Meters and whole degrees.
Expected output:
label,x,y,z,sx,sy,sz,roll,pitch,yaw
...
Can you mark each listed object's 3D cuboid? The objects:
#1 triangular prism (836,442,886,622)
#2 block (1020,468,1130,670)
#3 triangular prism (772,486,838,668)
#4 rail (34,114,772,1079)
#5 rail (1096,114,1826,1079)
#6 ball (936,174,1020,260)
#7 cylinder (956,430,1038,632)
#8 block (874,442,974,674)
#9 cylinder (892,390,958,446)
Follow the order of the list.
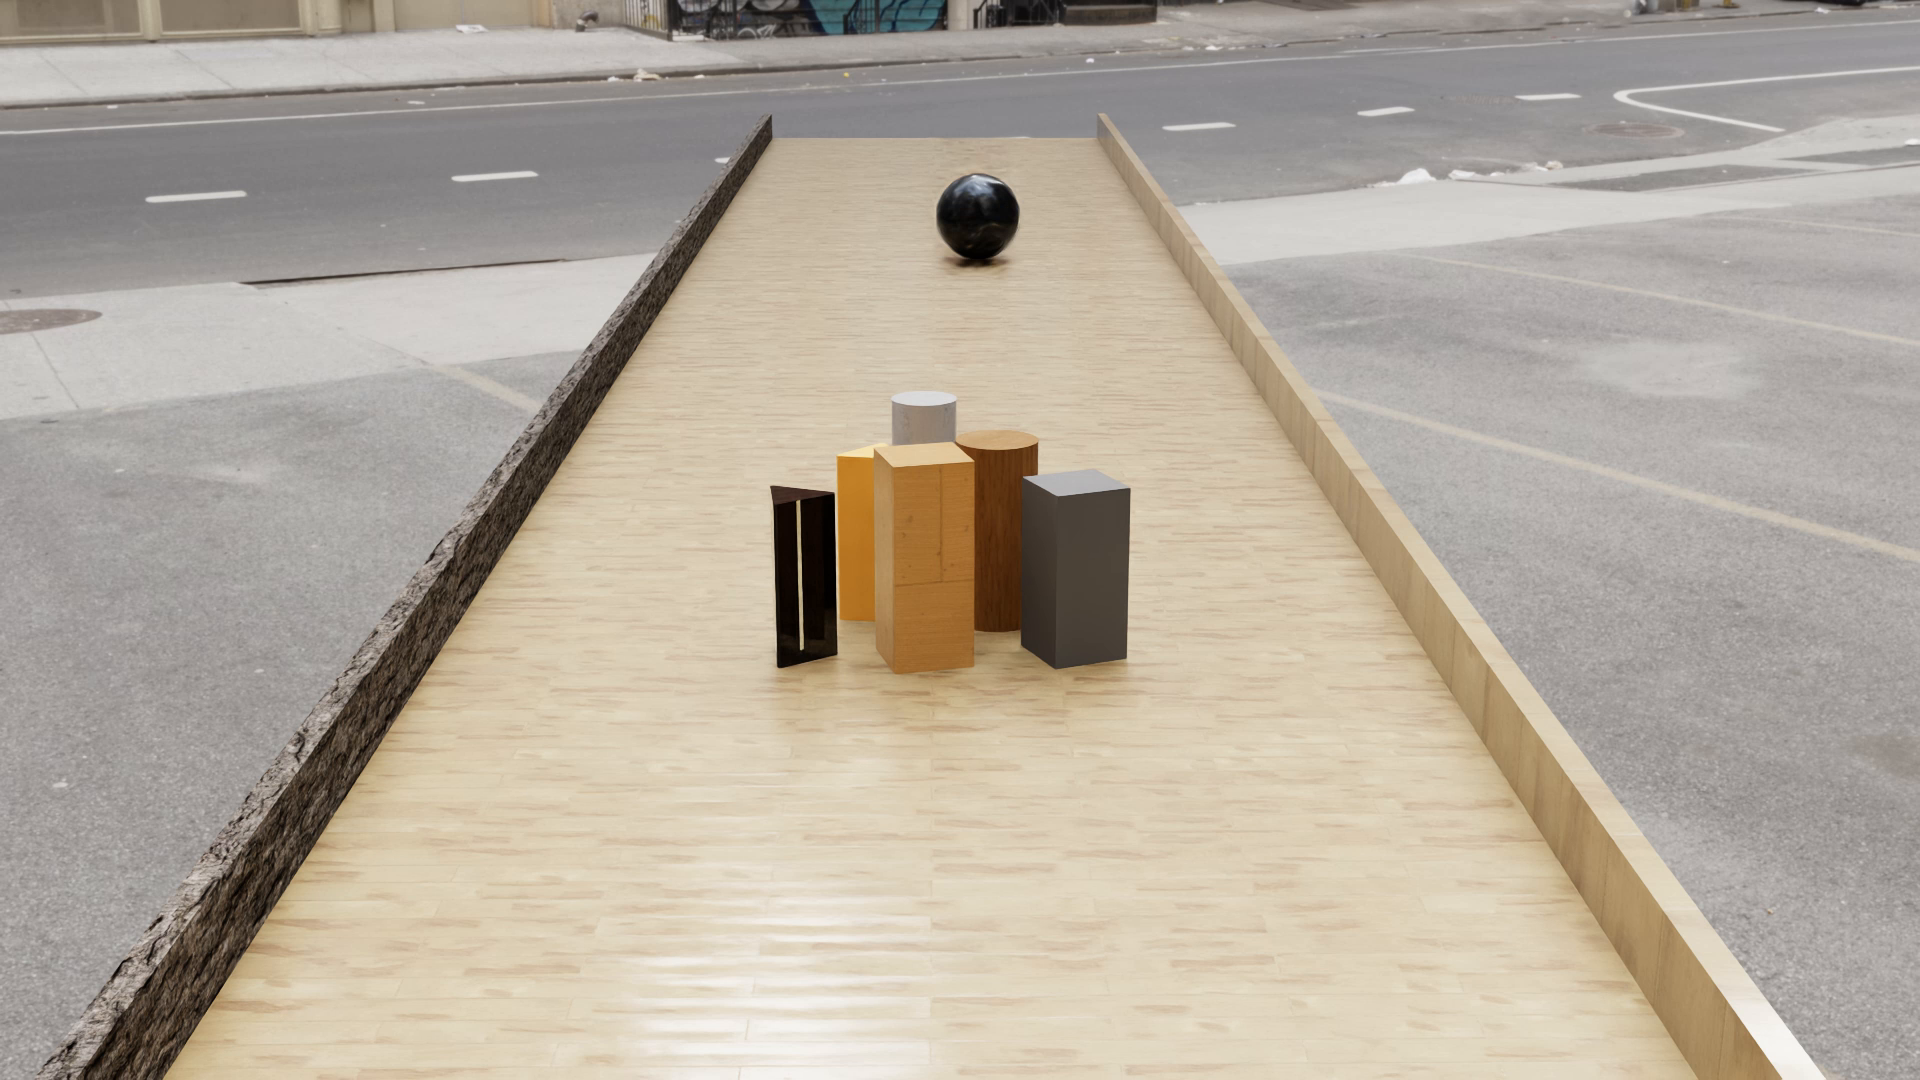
label,x,y,z,sx,sy,sz,roll,pitch,yaw
triangular prism,-0.175,-0.017,4.657,0.141,0.358,0.122,3,17,11
block,0.230,0.056,4.413,0.160,0.356,0.160,-7,18,-23
triangular prism,-0.341,0.067,4.409,0.141,0.338,0.123,-12,21,-36
rail,-1.118,-0.838,7.780,0.050,0.150,12.000,0,17,-1
rail,0.932,-0.844,7.801,0.050,0.150,12.000,0,17,-1
ball,0.075,-1.341,9.118,0.353,0.353,0.353,0,17,0
cylinder,0.076,-0.020,4.608,0.172,0.392,0.172,0,17,0
block,-0.072,0.034,4.371,0.162,0.422,0.162,-5,17,-15
cylinder,-0.079,-0.117,4.903,0.145,0.408,0.145,0,17,0
